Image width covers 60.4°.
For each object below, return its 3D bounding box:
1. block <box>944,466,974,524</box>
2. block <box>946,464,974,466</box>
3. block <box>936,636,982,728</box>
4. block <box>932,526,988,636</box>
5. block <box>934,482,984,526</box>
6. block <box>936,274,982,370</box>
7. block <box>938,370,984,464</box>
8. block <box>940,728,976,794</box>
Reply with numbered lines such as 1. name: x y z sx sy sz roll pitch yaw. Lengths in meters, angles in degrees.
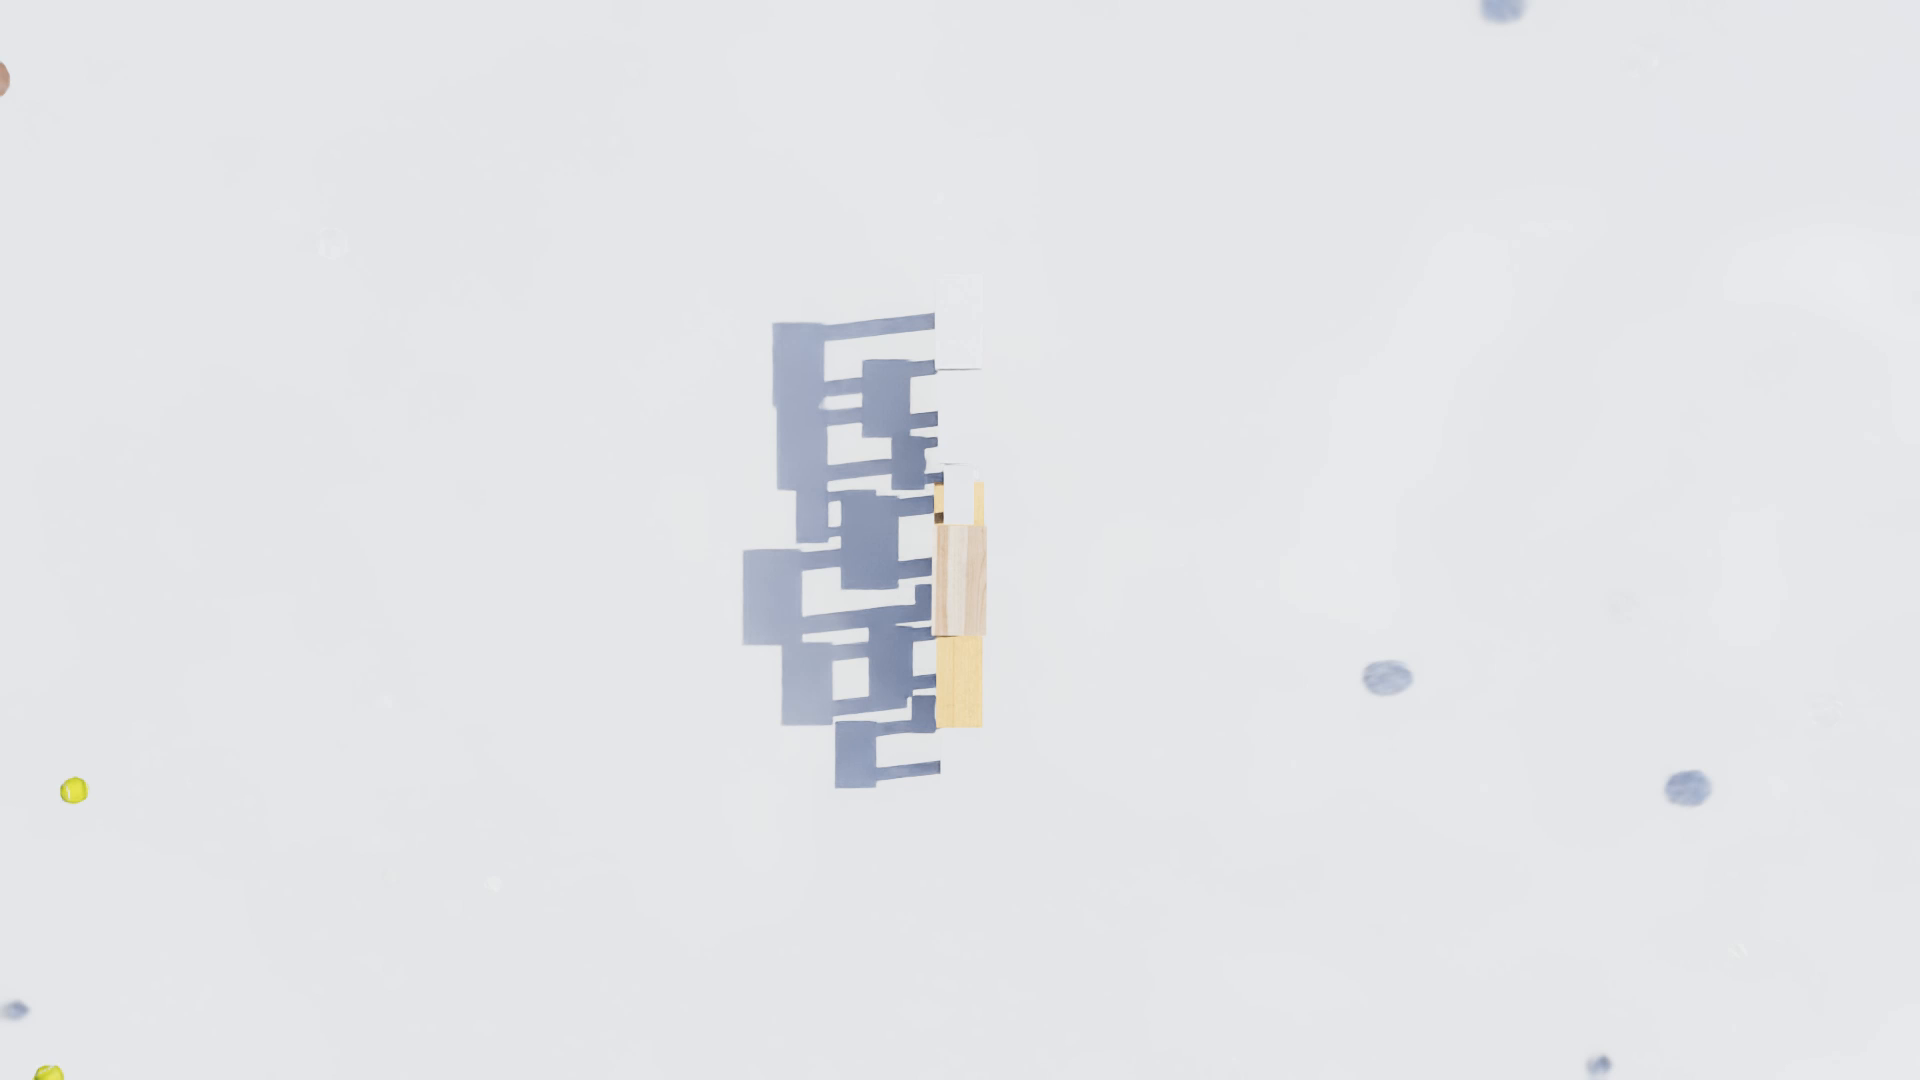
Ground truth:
1. block: -0.004 -0.135 4.955 0.089 0.025 0.177 0 90 0
2. block: -0.003 -0.276 5.308 0.090 0.025 0.179 0 90 0
3. block: -0.001 0.421 4.932 0.138 0.039 0.276 0 90 0
4. block: -0.002 0.117 4.803 0.159 0.045 0.319 1 90 0
5. block: -0.002 -0.026 5.167 0.156 0.044 0.311 0 90 0
6. block: -0.004 -0.647 4.904 0.139 0.040 0.279 0 90 0
7. block: 0.003 -0.366 4.909 0.137 0.039 0.275 0 90 0
8. block: -0.004 0.675 5.116 0.112 0.032 0.223 0 90 0
